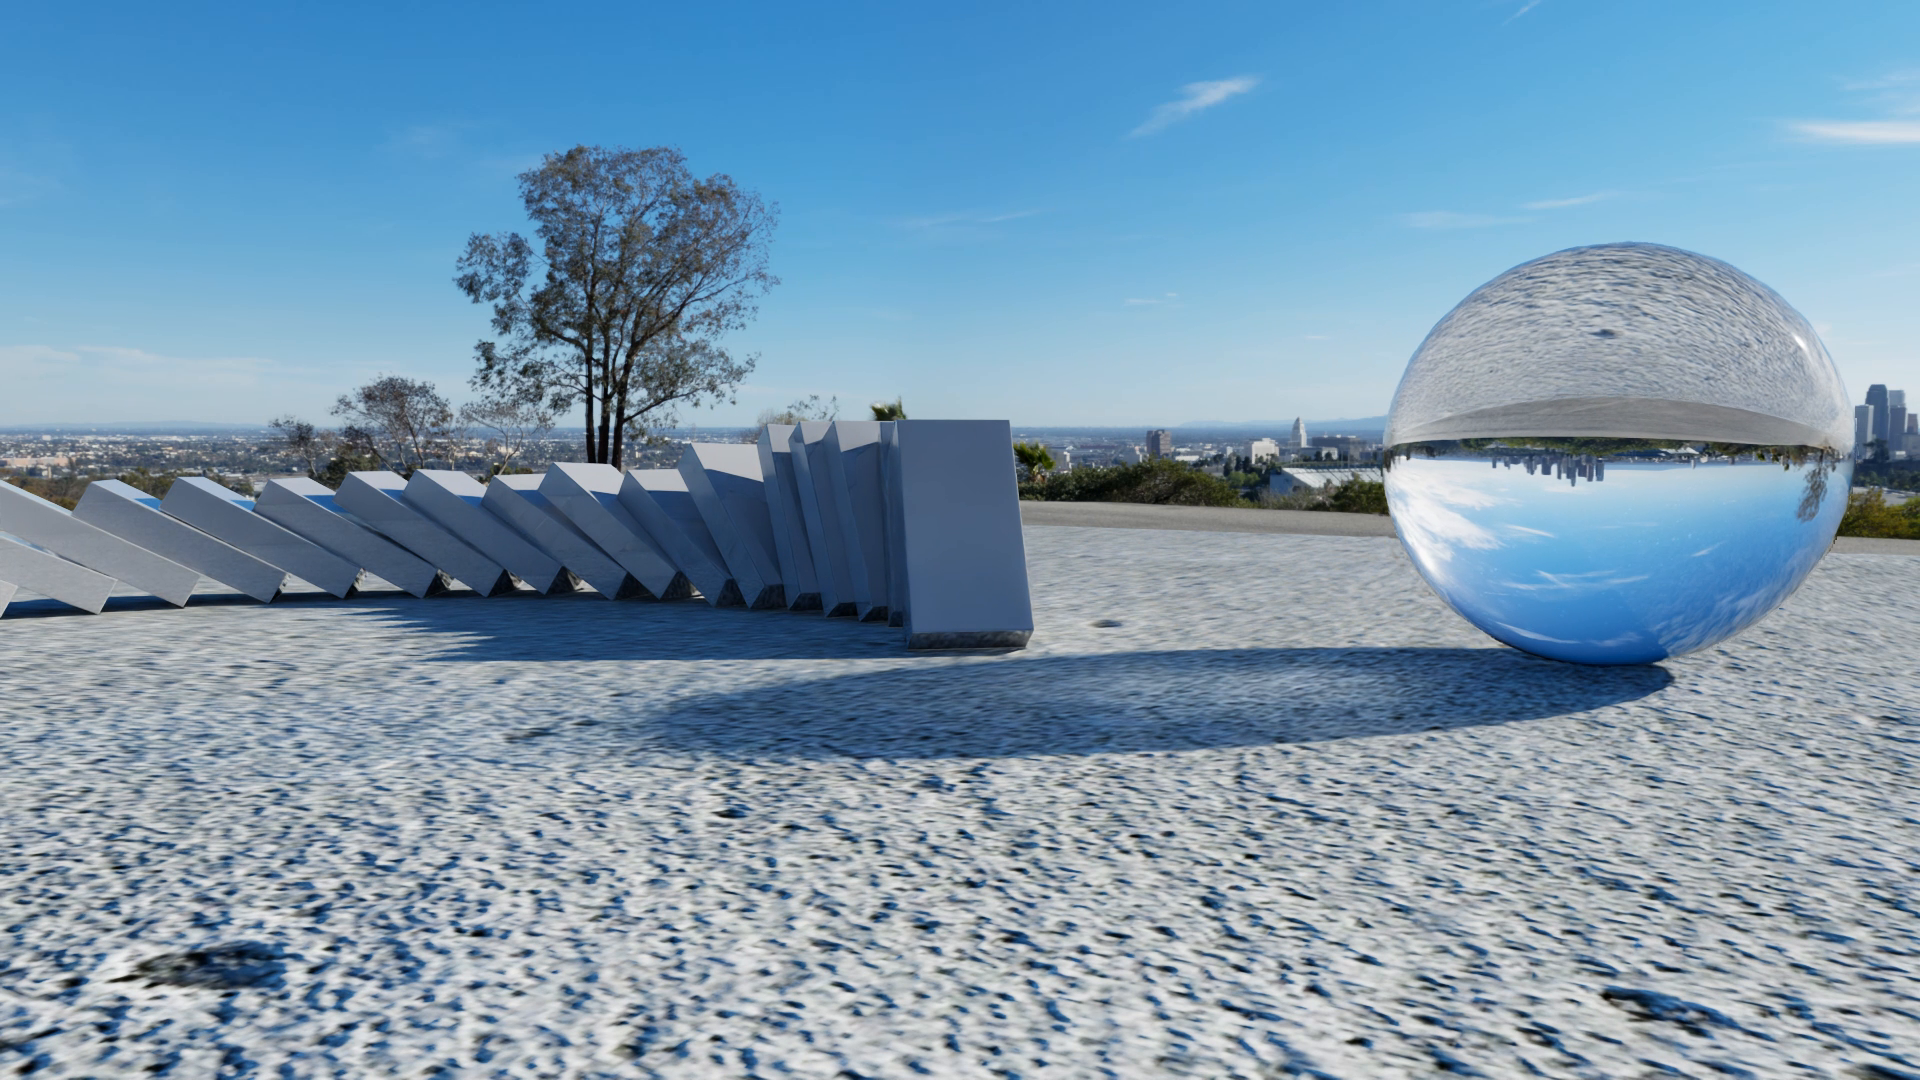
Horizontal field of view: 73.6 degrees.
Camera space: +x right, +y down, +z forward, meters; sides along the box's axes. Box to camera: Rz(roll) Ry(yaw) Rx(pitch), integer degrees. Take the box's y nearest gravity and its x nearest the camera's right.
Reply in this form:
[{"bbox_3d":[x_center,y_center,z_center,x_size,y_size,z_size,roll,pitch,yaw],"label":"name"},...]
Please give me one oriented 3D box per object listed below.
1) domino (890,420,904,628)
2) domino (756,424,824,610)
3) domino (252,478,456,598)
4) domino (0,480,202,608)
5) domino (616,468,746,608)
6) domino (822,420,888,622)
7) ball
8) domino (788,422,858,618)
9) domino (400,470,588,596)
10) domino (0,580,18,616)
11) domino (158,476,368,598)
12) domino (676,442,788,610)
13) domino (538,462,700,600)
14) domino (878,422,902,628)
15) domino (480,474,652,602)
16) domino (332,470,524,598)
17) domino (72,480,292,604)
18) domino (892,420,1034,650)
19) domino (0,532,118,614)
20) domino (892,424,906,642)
[{"bbox_3d":[-0.002,-0.004,0.296,0.025,0.050,0.010,-1,-26,-9],"label":"domino"},{"bbox_3d":[-0.036,-0.006,0.334,0.025,0.050,0.010,0,-30,-27],"label":"domino"},{"bbox_3d":[-0.168,-0.001,0.361,0.050,0.009,0.025,29,1,-7],"label":"domino"},{"bbox_3d":[-0.224,0.001,0.331,0.050,0.010,0.025,32,-14,-29],"label":"domino"},{"bbox_3d":[-0.070,-0.002,0.352,0.025,0.010,0.050,-5,40,-50],"label":"domino"},{"bbox_3d":[-0.016,-0.005,0.317,0.025,0.050,0.010,-2,-25,-27],"label":"domino"},{"bbox_3d":[0.122,-0.016,0.245,0.080,0.080,0.080,0,4,0],"label":"ball"},{"bbox_3d":[-0.026,-0.006,0.325,0.025,0.050,0.009,-2,-25,-28],"label":"domino"},{"bbox_3d":[-0.131,-0.003,0.366,0.050,0.010,0.025,32,5,6],"label":"domino"},{"bbox_3d":[-0.251,0.004,0.297,0.025,0.010,0.050,4,-22,41],"label":"domino"},{"bbox_3d":[-0.189,-0.001,0.353,0.050,0.010,0.025,30,-6,-16],"label":"domino"},{"bbox_3d":[-0.054,-0.005,0.343,0.025,0.050,0.010,-2,-40,-44],"label":"domino"},{"bbox_3d":[-0.091,-0.003,0.359,0.050,0.010,0.025,39,15,17],"label":"domino"},{"bbox_3d":[-0.006,-0.004,0.306,0.025,0.050,0.009,-1,-26,-9],"label":"domino"},{"bbox_3d":[-0.108,-0.002,0.363,0.050,0.010,0.025,33,14,14],"label":"domino"},{"bbox_3d":[-0.148,-0.002,0.364,0.050,0.010,0.025,32,4,-1],"label":"domino"},{"bbox_3d":[-0.206,0.000,0.344,0.050,0.009,0.025,30,-7,-20],"label":"domino"},{"bbox_3d":[0.000,-0.002,0.273,0.025,0.050,0.009,-1,-26,-9],"label":"domino"},{"bbox_3d":[-0.238,0.003,0.316,0.050,0.010,0.025,31,-15,-35],"label":"domino"},{"bbox_3d":[-0.001,-0.003,0.285,0.025,0.050,0.010,0,-26,-9],"label":"domino"}]
